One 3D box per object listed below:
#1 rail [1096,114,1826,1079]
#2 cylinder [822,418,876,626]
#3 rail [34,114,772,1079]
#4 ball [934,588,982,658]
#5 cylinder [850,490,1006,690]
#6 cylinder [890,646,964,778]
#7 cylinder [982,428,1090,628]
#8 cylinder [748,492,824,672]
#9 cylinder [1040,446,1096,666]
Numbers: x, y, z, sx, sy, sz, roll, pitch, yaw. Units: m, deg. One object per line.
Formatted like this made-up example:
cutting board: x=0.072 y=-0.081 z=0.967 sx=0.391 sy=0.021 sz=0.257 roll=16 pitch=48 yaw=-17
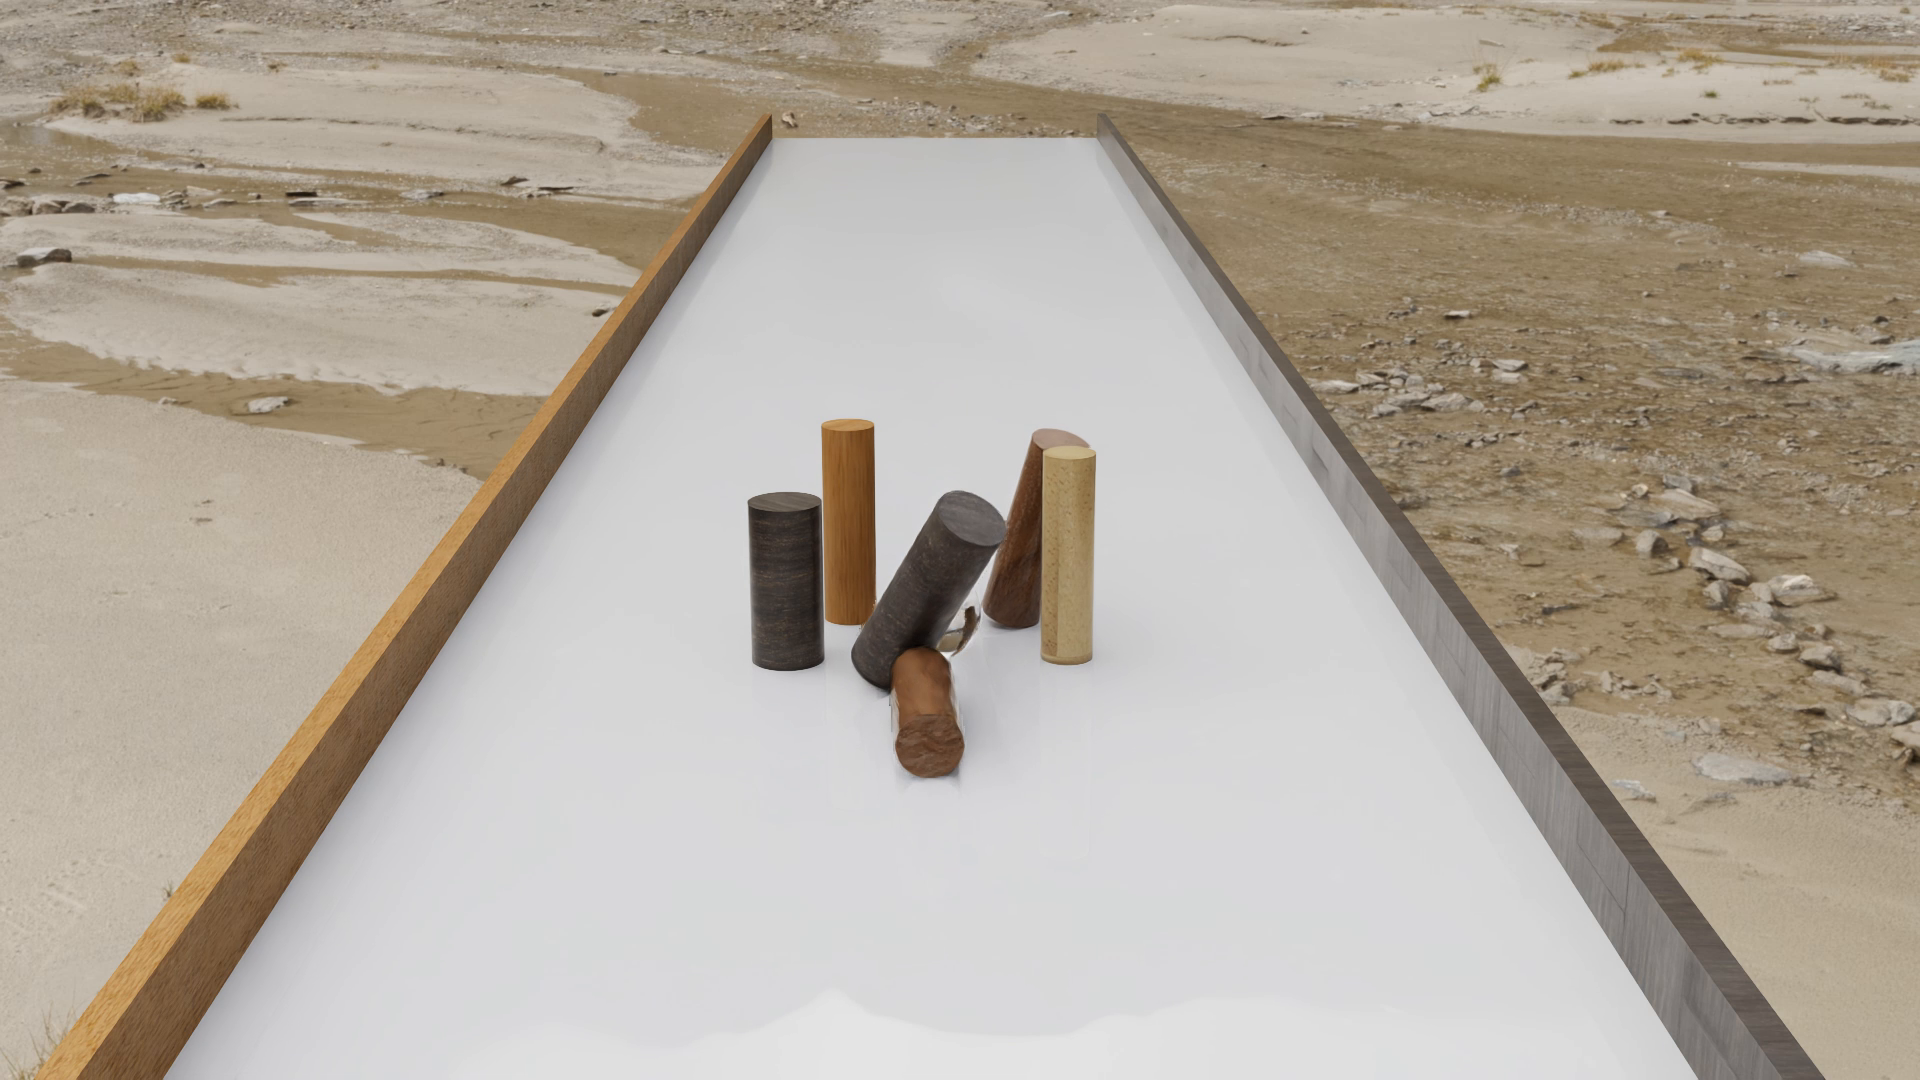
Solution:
rail: x=0.932 y=-0.844 z=7.801 sx=0.050 sy=0.150 sz=12.000 roll=0 pitch=17 yaw=-1
cylinder: x=-0.232 y=-0.037 z=4.616 sx=0.110 sy=0.420 sz=0.110 roll=0 pitch=17 yaw=0
rail: x=-1.118 y=-0.838 z=7.780 sx=0.050 sy=0.150 sz=12.000 roll=0 pitch=17 yaw=-1
ball: x=-0.057 y=0.144 z=4.388 sx=0.197 sy=0.197 sz=0.197 roll=0 pitch=17 yaw=0
cylinder: x=-0.063 y=0.100 z=4.150 sx=0.138 sy=0.418 sz=0.138 roll=18 pitch=40 yaw=-16
cylinder: x=-0.062 y=0.307 z=3.980 sx=0.120 sy=0.120 sz=0.352 roll=-1 pitch=16 yaw=-3
cylinder: x=0.157 y=-0.022 z=4.553 sx=0.127 sy=0.408 sz=0.127 roll=13 pitch=28 yaw=-7
cylinder: x=-0.345 y=0.082 z=4.377 sx=0.147 sy=0.328 sz=0.147 roll=0 pitch=17 yaw=0
cylinder: x=0.215 y=0.032 z=4.375 sx=0.105 sy=0.424 sz=0.105 roll=0 pitch=17 yaw=0
